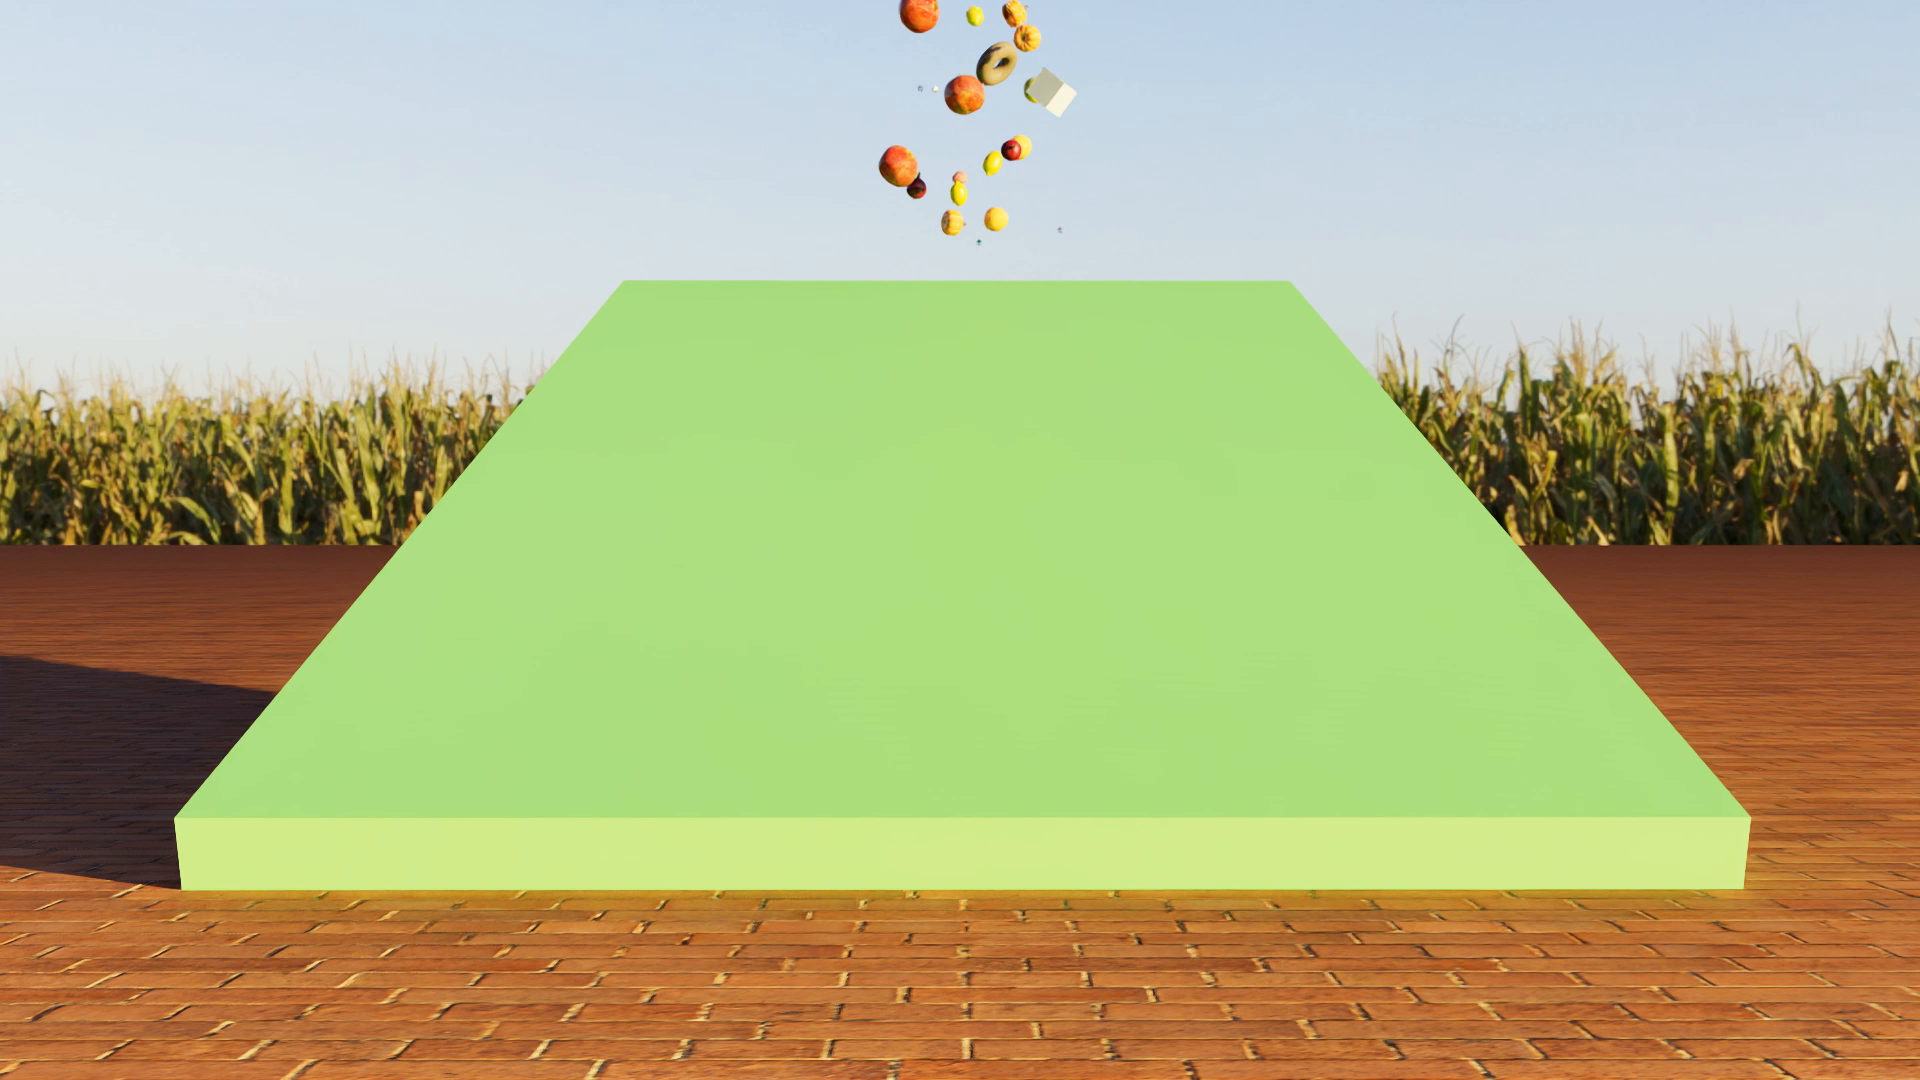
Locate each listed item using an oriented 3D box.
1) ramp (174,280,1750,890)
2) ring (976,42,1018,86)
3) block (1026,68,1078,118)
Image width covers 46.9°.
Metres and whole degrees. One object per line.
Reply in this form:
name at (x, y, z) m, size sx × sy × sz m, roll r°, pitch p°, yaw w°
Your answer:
ramp at (-0.002, -0.166, 4.740) m, size 2.000 × 0.100 × 4.000 m, roll 0°, pitch 16°, yaw 0°
ring at (0.105, -1.362, 6.332) m, size 0.047 × 0.141 × 0.141 m, roll 48°, pitch 25°, yaw 25°
block at (0.255, -1.247, 6.164) m, size 0.085 × 0.085 × 0.085 m, roll 44°, pitch 12°, yaw 27°
